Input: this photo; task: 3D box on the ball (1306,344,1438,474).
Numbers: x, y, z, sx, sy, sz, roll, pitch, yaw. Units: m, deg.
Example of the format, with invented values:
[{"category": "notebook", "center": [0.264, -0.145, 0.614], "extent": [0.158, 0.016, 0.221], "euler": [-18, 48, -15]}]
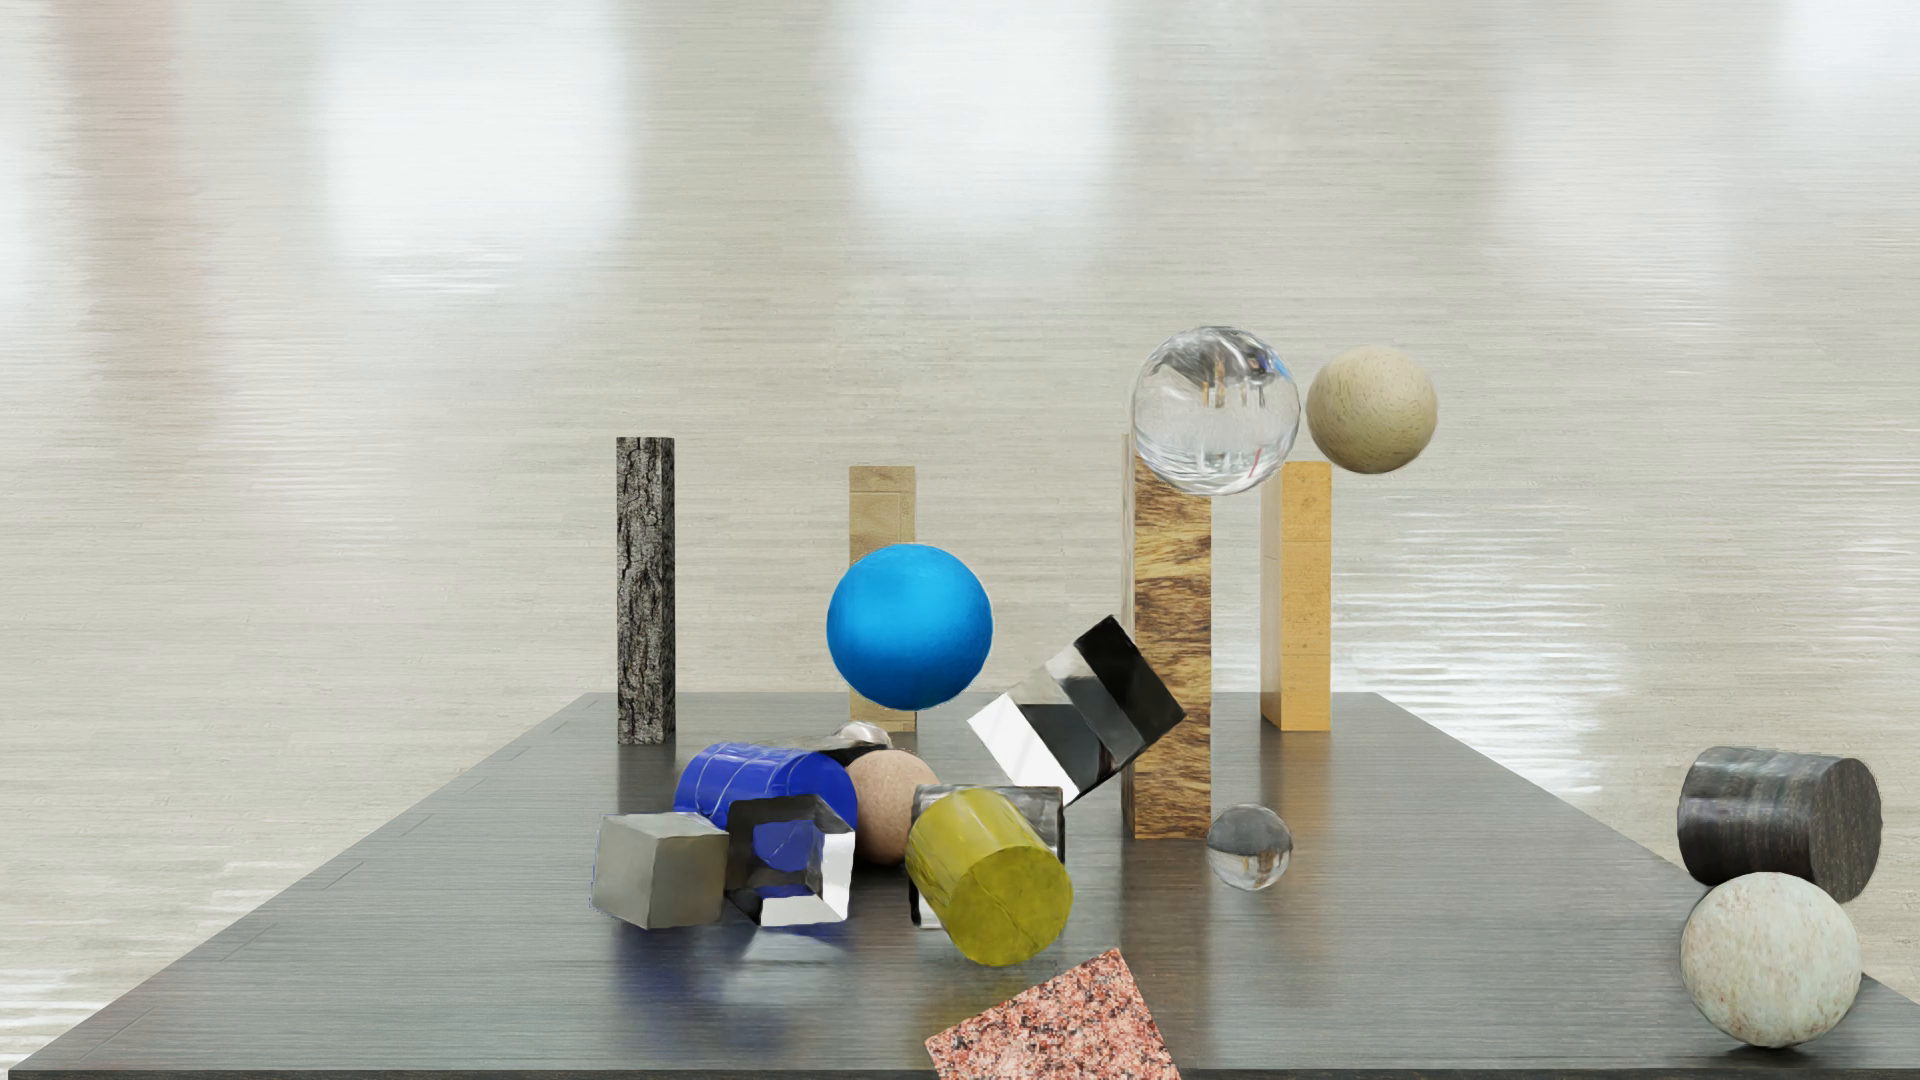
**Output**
[{"category": "ball", "center": [0.421, -0.134, 2.635], "extent": [0.134, 0.134, 0.134], "euler": [0, 24, 0]}]

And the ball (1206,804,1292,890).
[{"category": "ball", "center": [0.403, 0.428, 3.588], "extent": [0.120, 0.120, 0.120], "euler": [0, 24, 0]}]

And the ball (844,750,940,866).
[{"category": "ball", "center": [-0.107, 0.395, 3.803], "extent": [0.172, 0.172, 0.172], "euler": [0, 24, 0]}]

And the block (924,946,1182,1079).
[{"category": "block", "center": [0.100, 0.494, 2.300], "extent": [0.186, 0.186, 0.186], "euler": [-26, -13, -1]}]

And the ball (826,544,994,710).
[{"category": "ball", "center": [-0.057, 0.098, 2.902], "extent": [0.188, 0.188, 0.188], "euler": [0, 24, 0]}]

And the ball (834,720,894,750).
[{"category": "ball", "center": [-0.181, 0.389, 4.673], "extent": [0.122, 0.122, 0.122], "euler": [0, 24, 0]}]

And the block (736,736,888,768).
[{"category": "block", "center": [-0.227, 0.393, 3.935], "extent": [0.166, 0.166, 0.166], "euler": [-2, 3, -42]}]

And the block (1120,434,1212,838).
[{"category": "block", "center": [0.335, 0.145, 4.234], "extent": [0.119, 0.640, 0.358], "euler": [0, 2, 0]}]

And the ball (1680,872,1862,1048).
[{"category": "ball", "center": [0.832, 0.430, 2.645], "extent": [0.179, 0.179, 0.179], "euler": [0, 24, 0]}]

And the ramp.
[{"category": "ramp", "center": [0.056, 0.505, 4.549], "extent": [2.000, 0.100, 4.000], "euler": [0, 2, 0]}]

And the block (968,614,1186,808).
[{"category": "block", "center": [0.155, 0.235, 3.404], "extent": [0.168, 0.168, 0.168], "euler": [53, 41, 3]}]

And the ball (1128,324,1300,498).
[{"category": "ball", "center": [0.250, -0.127, 2.538], "extent": [0.170, 0.170, 0.170], "euler": [0, 24, 0]}]

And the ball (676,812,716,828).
[{"category": "ball", "center": [-0.384, 0.433, 3.597], "extent": [0.108, 0.108, 0.108], "euler": [0, 24, 0]}]

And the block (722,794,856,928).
[{"category": "block", "center": [-0.219, 0.407, 3.268], "extent": [0.122, 0.122, 0.122], "euler": [-8, 58, 22]}]

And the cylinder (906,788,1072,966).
[{"category": "cylinder", "center": [0.033, 0.399, 3.058], "extent": [0.156, 0.156, 0.156], "euler": [-8, 23, -17]}]

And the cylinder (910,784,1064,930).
[{"category": "cylinder", "center": [0.037, 0.406, 3.293], "extent": [0.184, 0.184, 0.184], "euler": [0, 24, 5]}]

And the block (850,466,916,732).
[{"category": "block", "center": [-0.170, 0.124, 5.759], "extent": [0.142, 0.579, 0.283], "euler": [0, 2, 0]}]

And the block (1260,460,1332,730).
[{"category": "block", "center": [0.757, 0.116, 5.829], "extent": [0.107, 0.588, 0.397], "euler": [0, 2, 0]}]

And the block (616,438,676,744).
[{"category": "block", "center": [-0.669, 0.102, 5.504], "extent": [0.094, 0.641, 0.253], "euler": [0, 2, 0]}]

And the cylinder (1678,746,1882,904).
[{"category": "cylinder", "center": [1.126, 0.389, 3.541], "extent": [0.197, 0.197, 0.197], "euler": [-22, 16, -40]}]

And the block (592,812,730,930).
[{"category": "block", "center": [-0.357, 0.393, 3.074], "extent": [0.109, 0.109, 0.109], "euler": [2, 7, -44]}]

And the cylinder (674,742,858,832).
[{"category": "cylinder", "center": [-0.279, 0.391, 3.693], "extent": [0.187, 0.187, 0.187], "euler": [2, 19, 44]}]
